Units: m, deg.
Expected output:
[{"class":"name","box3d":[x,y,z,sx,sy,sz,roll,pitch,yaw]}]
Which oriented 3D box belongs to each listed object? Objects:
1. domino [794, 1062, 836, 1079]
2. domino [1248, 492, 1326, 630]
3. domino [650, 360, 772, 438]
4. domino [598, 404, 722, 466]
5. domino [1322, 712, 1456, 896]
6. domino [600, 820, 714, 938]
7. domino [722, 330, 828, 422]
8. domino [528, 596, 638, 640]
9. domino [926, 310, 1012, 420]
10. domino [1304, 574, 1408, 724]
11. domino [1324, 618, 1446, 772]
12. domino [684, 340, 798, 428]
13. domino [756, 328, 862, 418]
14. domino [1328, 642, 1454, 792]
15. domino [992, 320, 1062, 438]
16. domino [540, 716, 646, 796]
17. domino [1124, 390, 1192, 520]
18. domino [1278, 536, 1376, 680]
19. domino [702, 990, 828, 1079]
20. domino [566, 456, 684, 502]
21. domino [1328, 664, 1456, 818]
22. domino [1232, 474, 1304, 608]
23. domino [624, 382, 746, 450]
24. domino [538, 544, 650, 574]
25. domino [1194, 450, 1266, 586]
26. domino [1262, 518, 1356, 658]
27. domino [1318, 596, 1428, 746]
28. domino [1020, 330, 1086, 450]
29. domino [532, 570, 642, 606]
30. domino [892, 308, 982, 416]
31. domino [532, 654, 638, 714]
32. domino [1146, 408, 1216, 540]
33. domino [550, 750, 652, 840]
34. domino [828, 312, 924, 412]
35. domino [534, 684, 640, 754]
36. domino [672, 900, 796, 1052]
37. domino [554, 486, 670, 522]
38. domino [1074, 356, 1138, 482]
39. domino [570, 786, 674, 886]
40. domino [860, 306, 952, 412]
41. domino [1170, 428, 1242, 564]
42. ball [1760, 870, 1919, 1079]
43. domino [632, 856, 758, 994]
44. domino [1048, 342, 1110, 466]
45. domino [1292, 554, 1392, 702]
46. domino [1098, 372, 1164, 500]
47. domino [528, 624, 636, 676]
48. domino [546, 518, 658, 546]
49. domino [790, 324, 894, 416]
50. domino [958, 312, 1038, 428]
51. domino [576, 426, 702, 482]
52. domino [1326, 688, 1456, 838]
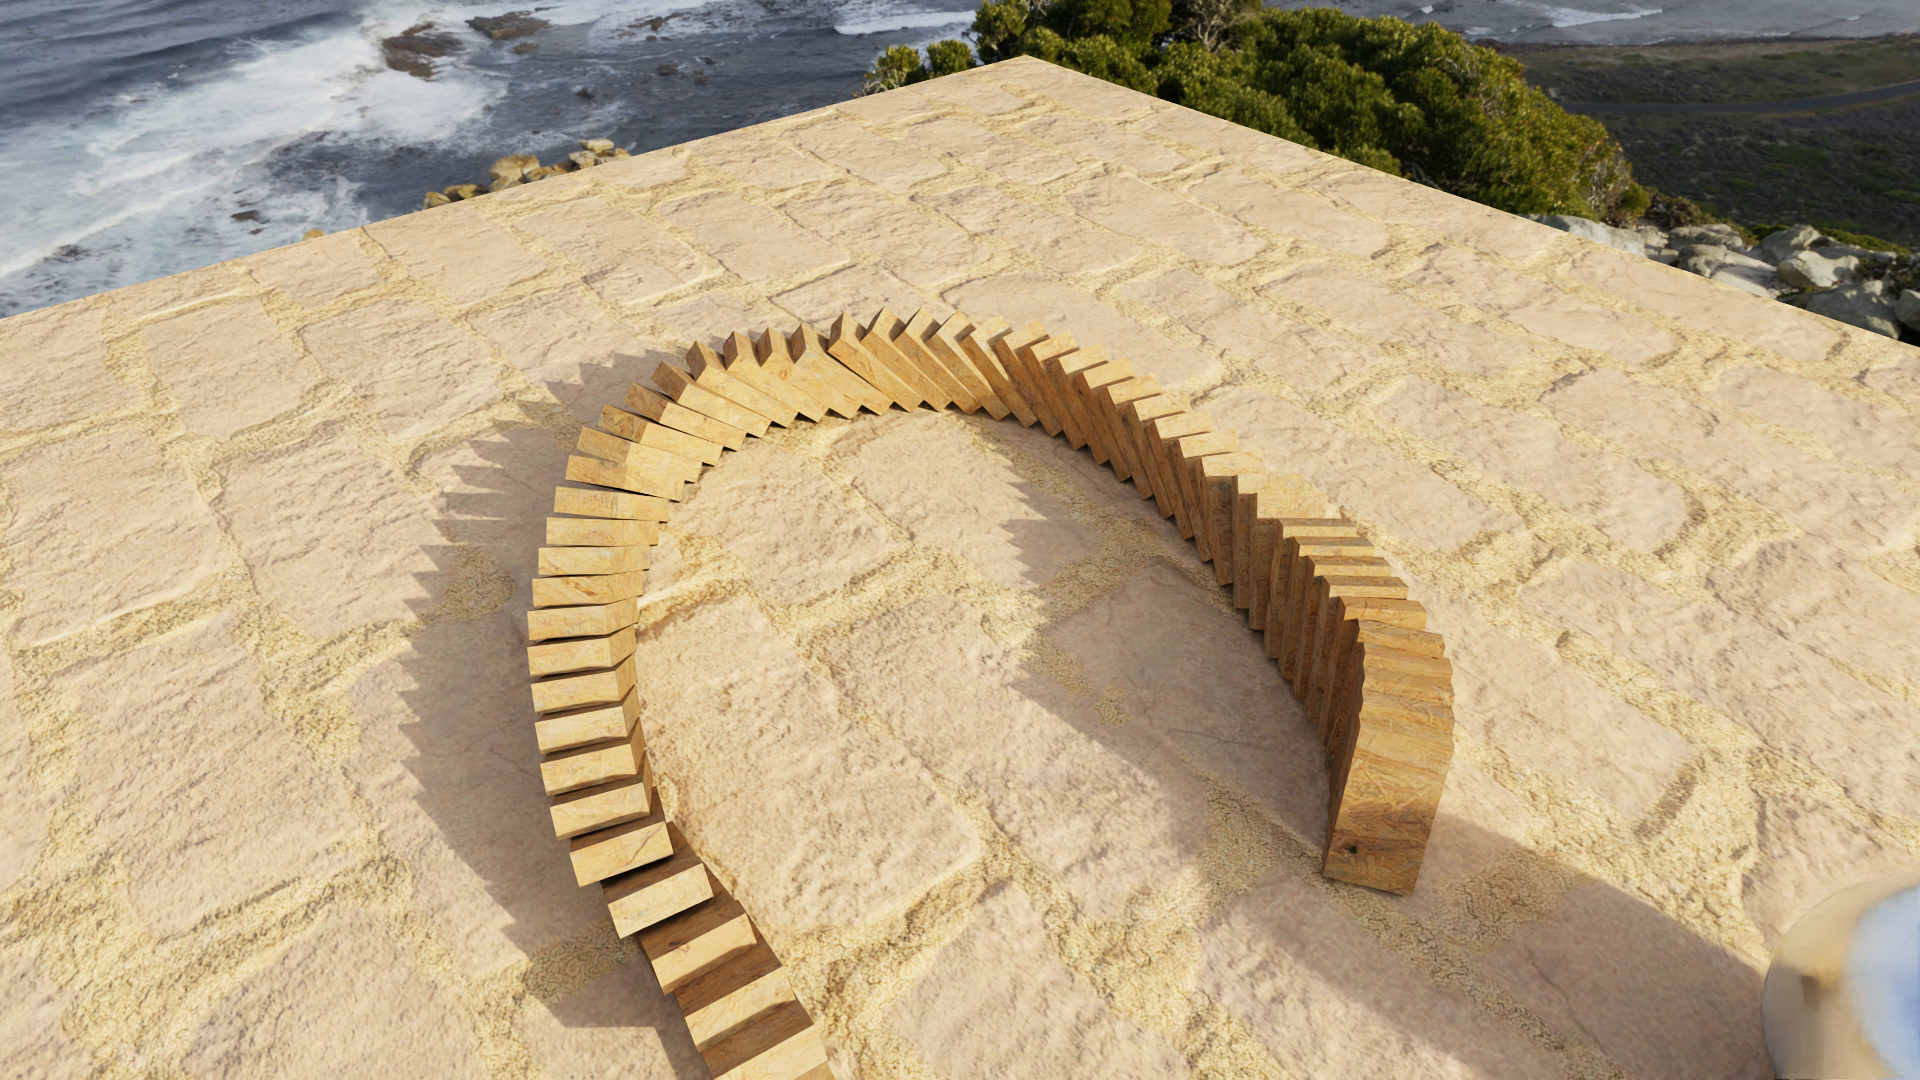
[{"class":"domino","box3d":[-0.041,0.142,0.270,0.025,0.010,0.050,-22,44,-25]},{"class":"domino","box3d":[0.121,0.008,0.406,0.025,0.050,0.010,1,-1,-1]},{"class":"domino","box3d":[-0.112,-0.063,0.496,0.025,0.010,0.050,39,11,37]},{"class":"domino","box3d":[-0.128,-0.045,0.474,0.025,0.010,0.050,23,3,25]},{"class":"domino","box3d":[0.123,0.077,0.318,0.025,0.050,0.010,11,20,13]},{"class":"domino","box3d":[-0.087,0.093,0.308,0.025,0.010,0.050,-20,7,-22]},{"class":"domino","box3d":[-0.086,-0.076,0.512,0.050,0.010,0.025,28,24,-32]},{"class":"domino","box3d":[-0.132,0.027,0.388,0.025,0.010,0.050,-4,1,-5]},{"class":"domino","box3d":[0.009,-0.083,0.520,0.050,0.010,0.025,46,44,-11]},{"class":"domino","box3d":[0.131,0.037,0.366,0.025,0.050,0.010,1,20,2]},{"class":"domino","box3d":[0.134,0.052,0.348,0.025,0.050,0.010,11,20,13]},{"class":"domino","box3d":[-0.100,-0.071,0.506,0.050,0.009,0.025,25,20,-39]},{"class":"domino","box3d":[-0.070,-0.078,0.515,0.050,0.010,0.025,28,26,-32]},{"class":"domino","box3d":[0.132,0.058,0.340,0.025,0.050,0.010,11,20,13]},{"class":"domino","box3d":[0.039,-0.075,0.511,0.025,0.009,0.050,-33,90,-35]},{"class":"domino","box3d":[-0.112,0.066,0.340,0.025,0.010,0.050,-11,3,-13]},{"class":"domino","box3d":[0.090,-0.036,0.464,0.025,0.010,0.050,-15,81,-18]},{"class":"domino","box3d":[0.127,0.024,0.382,0.025,0.050,0.010,1,19,1]},{"class":"domino","box3d":[-0.053,0.121,0.275,0.025,0.009,0.050,-21,10,-22]},{"class":"domino","box3d":[-0.136,-0.025,0.449,0.025,0.009,0.050,10,-2,11]},{"class":"domino","box3d":[0.130,0.064,0.333,0.025,0.050,0.010,11,20,13]},{"class":"domino","box3d":[0.117,0.000,0.415,0.025,0.050,0.010,-1,-1,-1]},{"class":"domino","box3d":[-0.120,-0.054,0.485,0.025,0.010,0.050,29,5,31]},{"class":"domino","box3d":[-0.136,0.007,0.412,0.025,0.010,0.050,0,1,0]},{"class":"domino","box3d":[0.110,-0.009,0.430,0.025,0.010,0.050,-8,81,-10]},{"class":"domino","box3d":[0.124,0.017,0.390,0.025,0.050,0.010,1,19,1]},{"class":"domino","box3d":[0.134,0.044,0.358,0.025,0.050,0.010,4,20,4]},{"class":"domino","box3d":[0.051,-0.069,0.503,0.025,0.009,0.050,-29,88,-32]},{"class":"domino","box3d":[-0.134,0.017,0.400,0.025,0.009,0.050,-2,1,-3]},{"class":"domino","box3d":[-0.007,-0.085,0.523,0.050,0.010,0.025,42,40,-14]},{"class":"domino","box3d":[-0.123,0.047,0.364,0.025,0.010,0.050,-8,2,-10]},{"class":"domino","box3d":[0.097,-0.027,0.453,0.025,0.009,0.050,-14,81,-16]},{"class":"domino","box3d":[-0.106,0.075,0.329,0.025,0.009,0.050,-13,3,-14]},{"class":"domino","box3d":[-0.039,-0.084,0.522,0.050,0.010,0.025,35,31,-26]},{"class":"domino","box3d":[-0.118,0.056,0.352,0.025,0.010,0.050,-10,2,-12]},{"class":"domino","box3d":[-0.062,0.112,0.286,0.025,0.009,0.050,-21,10,-22]},{"class":"domino","box3d":[-0.137,-0.014,0.437,0.025,0.010,0.050,6,0,7]},{"class":"domino","box3d":[0.072,-0.053,0.485,0.025,0.009,0.050,-22,84,-24]},{"class":"domino","box3d":[-0.098,0.084,0.318,0.025,0.009,0.050,-16,4,-17]},{"class":"domino","box3d":[-0.023,-0.086,0.524,0.050,0.009,0.025,40,36,-18]},{"class":"domino","box3d":[0.104,-0.018,0.442,0.025,0.010,0.050,-11,79,-13]},{"class":"ball","box3d":[0.229,0.116,0.247,0.080,0.080,0.080,0,39,0]},{"class":"domino","box3d":[-0.075,0.103,0.298,0.025,0.009,0.050,-22,11,-24]},{"class":"domino","box3d":[0.063,-0.061,0.494,0.025,0.009,0.050,-24,85,-27]},{"class":"domino","box3d":[0.129,0.030,0.374,0.025,0.050,0.009,1,19,2]},{"class":"domino","box3d":[0.081,-0.045,0.475,0.025,0.010,0.050,-19,83,-22]},{"class":"domino","box3d":[-0.128,0.037,0.375,0.025,0.010,0.050,-6,2,-7]},{"class":"domino","box3d":[-0.137,-0.003,0.424,0.025,0.009,0.050,2,1,3]},{"class":"domino","box3d":[-0.056,-0.080,0.517,0.050,0.010,0.025,28,27,-32]},{"class":"domino","box3d":[0.025,-0.080,0.517,0.050,0.009,0.025,51,49,-5]},{"class":"domino","box3d":[-0.134,-0.036,0.462,0.025,0.010,0.050,18,1,20]},{"class":"domino","box3d":[0.126,0.071,0.325,0.025,0.050,0.009,11,20,13]}]
